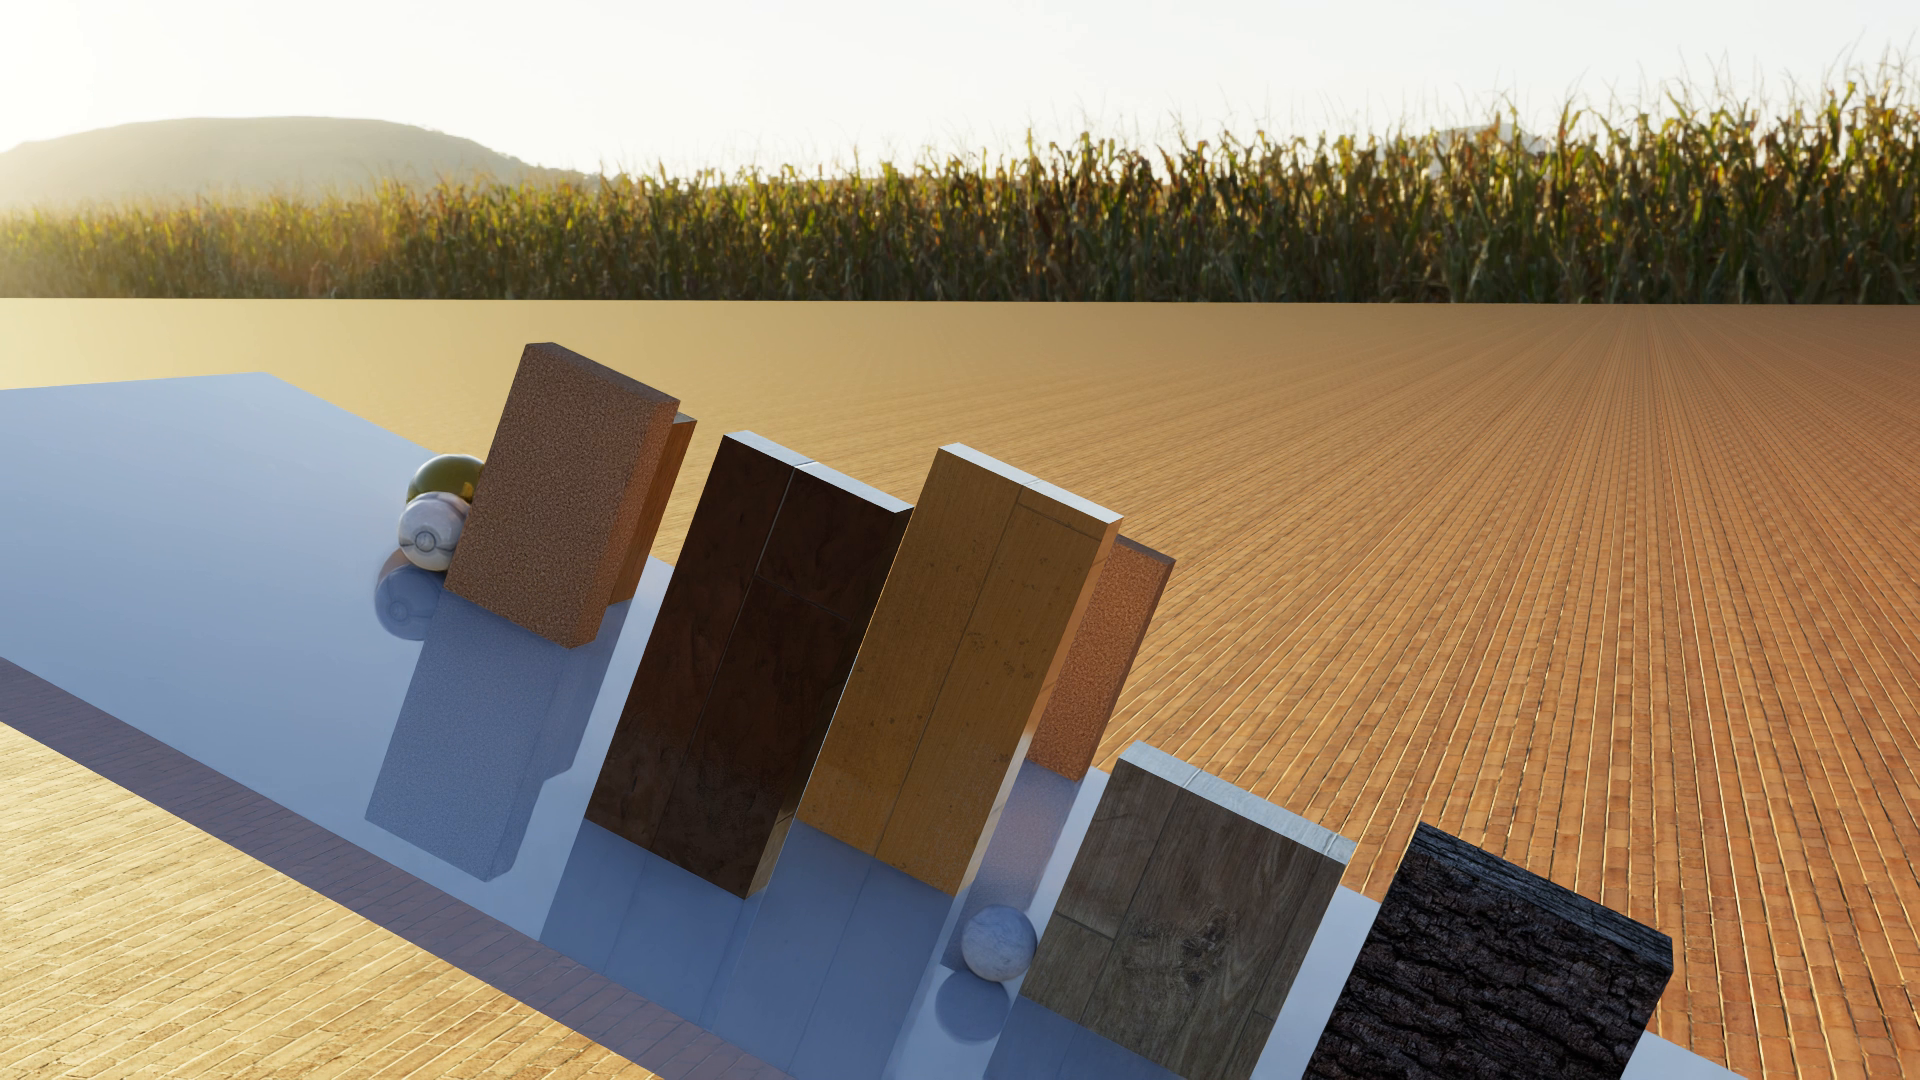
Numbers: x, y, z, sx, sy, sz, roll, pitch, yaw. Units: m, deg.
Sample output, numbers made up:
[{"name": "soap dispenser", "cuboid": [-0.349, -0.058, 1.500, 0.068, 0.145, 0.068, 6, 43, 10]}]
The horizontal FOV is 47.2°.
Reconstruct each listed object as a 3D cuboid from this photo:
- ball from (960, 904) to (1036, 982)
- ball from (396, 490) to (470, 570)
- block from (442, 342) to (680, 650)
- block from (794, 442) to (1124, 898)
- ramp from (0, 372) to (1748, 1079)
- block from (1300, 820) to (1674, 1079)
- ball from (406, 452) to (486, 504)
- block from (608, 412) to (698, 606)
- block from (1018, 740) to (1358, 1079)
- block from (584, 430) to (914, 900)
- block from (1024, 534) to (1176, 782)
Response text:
[{"name": "ball", "cuboid": [0.066, 0.680, 3.716, 0.129, 0.129, 0.129, 0, 7, 0]}, {"name": "ball", "cuboid": [-1.095, -0.019, 4.613, 0.167, 0.167, 0.167, 0, 7, 0]}, {"name": "block", "cuboid": [-0.819, -0.093, 4.511, 0.309, 0.545, 0.116, 25, 13, 13]}, {"name": "block", "cuboid": [-0.006, 0.236, 4.018, 0.336, 0.749, 0.121, 25, 13, 13]}, {"name": "ramp", "cuboid": [-0.306, 0.542, 4.194, 4.000, 0.100, 2.000, 25, 13, 13]}, {"name": "block", "cuboid": [0.648, 0.779, 2.988, 0.361, 0.687, 0.148, 25, 13, 13]}, {"name": "ball", "cuboid": [-1.098, -0.086, 4.789, 0.208, 0.208, 0.208, 0, 7, 0]}, {"name": "block", "cuboid": [-0.844, -0.135, 4.889, 0.372, 0.436, 0.142, 25, 13, 13]}, {"name": "block", "cuboid": [0.380, 0.635, 3.683, 0.406, 0.451, 0.145, 25, 13, 13]}, {"name": "block", "cuboid": [-0.356, 0.208, 3.660, 0.316, 0.707, 0.102, 25, 13, 13]}, {"name": "block", "cuboid": [0.202, 0.215, 4.932, 0.379, 0.535, 0.099, 25, 13, 13]}]
